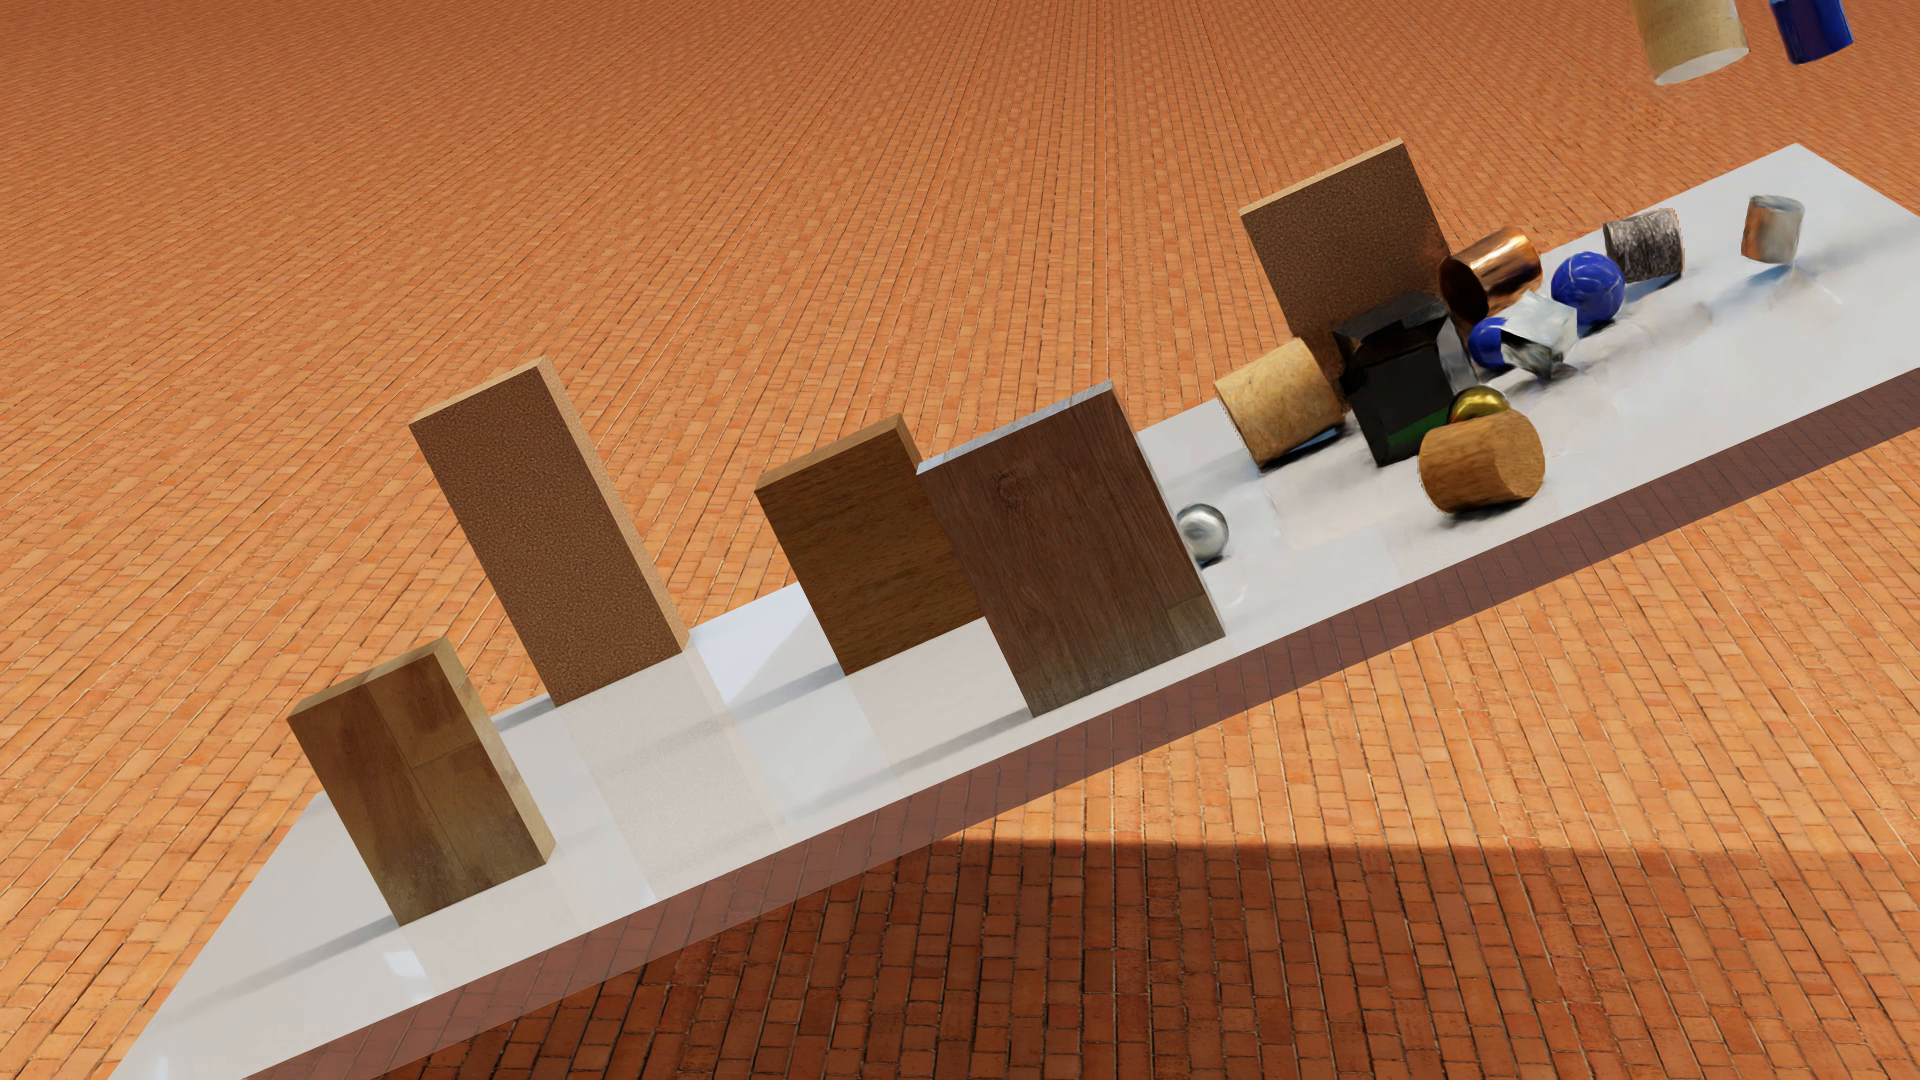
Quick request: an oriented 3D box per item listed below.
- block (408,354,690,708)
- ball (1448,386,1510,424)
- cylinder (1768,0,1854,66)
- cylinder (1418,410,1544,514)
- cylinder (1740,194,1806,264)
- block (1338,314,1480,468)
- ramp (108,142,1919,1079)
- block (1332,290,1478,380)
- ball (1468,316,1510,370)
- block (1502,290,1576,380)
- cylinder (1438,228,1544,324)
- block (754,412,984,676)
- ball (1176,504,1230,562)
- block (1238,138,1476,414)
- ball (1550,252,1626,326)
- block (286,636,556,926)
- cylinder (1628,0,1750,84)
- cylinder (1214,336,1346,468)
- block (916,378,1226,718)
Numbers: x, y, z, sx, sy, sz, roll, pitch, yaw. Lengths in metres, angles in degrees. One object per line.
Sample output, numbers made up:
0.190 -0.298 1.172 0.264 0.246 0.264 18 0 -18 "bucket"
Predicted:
-0.998 -0.020 7.183 0.350 0.784 0.139 -24 13 9 "block"
1.012 -0.239 5.728 0.124 0.124 0.124 0 16 0 "ball"
1.668 -1.016 5.763 0.129 0.129 0.129 -22 12 5 "cylinder"
0.953 -0.142 5.373 0.162 0.162 0.162 -14 2 44 "cylinder"
1.644 -0.629 5.950 0.111 0.111 0.111 4 23 -2 "cylinder"
0.921 -0.302 5.969 0.204 0.204 0.204 -20 14 25 "block"
0.135 0.169 6.283 4.000 0.100 2.000 -24 13 9 "ramp"
0.949 -0.393 6.282 0.199 0.199 0.199 -27 13 -5 "block"
1.130 -0.416 6.219 0.113 0.113 0.113 0 16 0 "ball"
1.176 -0.416 5.975 0.110 0.110 0.110 25 65 25 "block"
1.140 -0.567 6.318 0.157 0.157 0.157 -30 27 -21 "cylinder"
-0.186 0.009 6.289 0.331 0.450 0.146 -24 13 9 "block"
0.479 -0.014 5.870 0.116 0.116 0.116 0 16 0 "ball"
0.886 -0.571 6.435 0.381 0.496 0.089 -24 13 9 "block"
1.324 -0.529 6.202 0.157 0.157 0.157 0 16 0 "ball"
-1.097 0.494 6.009 0.340 0.495 0.117 -24 13 9 "block"
1.413 -1.010 5.718 0.189 0.189 0.189 -16 -7 -2 "cylinder"
0.689 -0.297 6.346 0.209 0.209 0.209 -28 16 4 "cylinder"
0.206 0.018 5.387 0.387 0.509 0.087 -24 13 9 "block"
